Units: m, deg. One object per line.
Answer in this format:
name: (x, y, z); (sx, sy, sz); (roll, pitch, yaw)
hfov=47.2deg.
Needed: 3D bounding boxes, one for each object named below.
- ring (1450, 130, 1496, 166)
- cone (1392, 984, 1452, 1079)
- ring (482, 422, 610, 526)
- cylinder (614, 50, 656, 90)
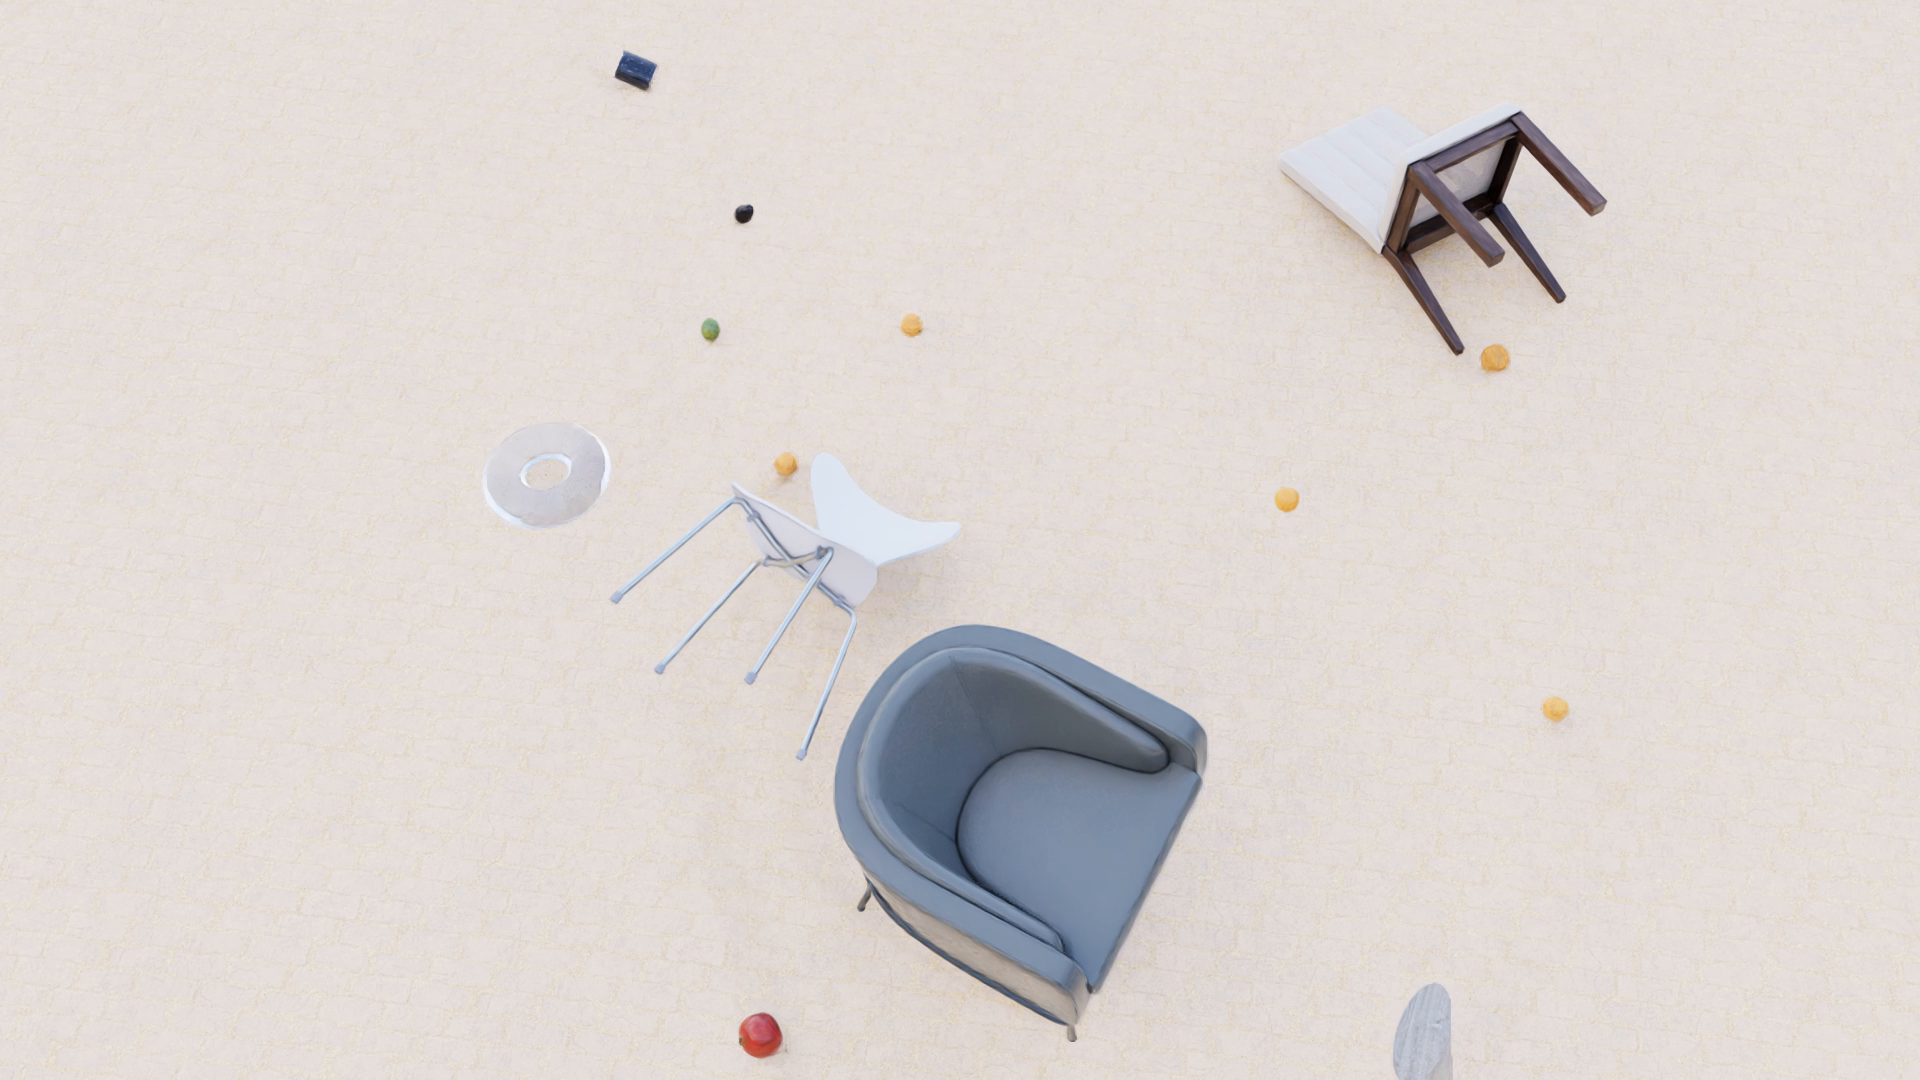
ring: (1.679, -1.285, 7.197); (0.142, 0.098, 0.190); (-5, 7, 43)
cone: (1.192, 1.343, 5.487); (0.131, 0.351, 0.315); (-3, 38, 29)
ring: (-1.248, -0.199, 6.639); (0.394, 0.099, 0.348); (-27, 66, -16)
cylinder: (-1.119, -1.619, 7.584); (0.121, 0.086, 0.105); (21, 80, -12)
